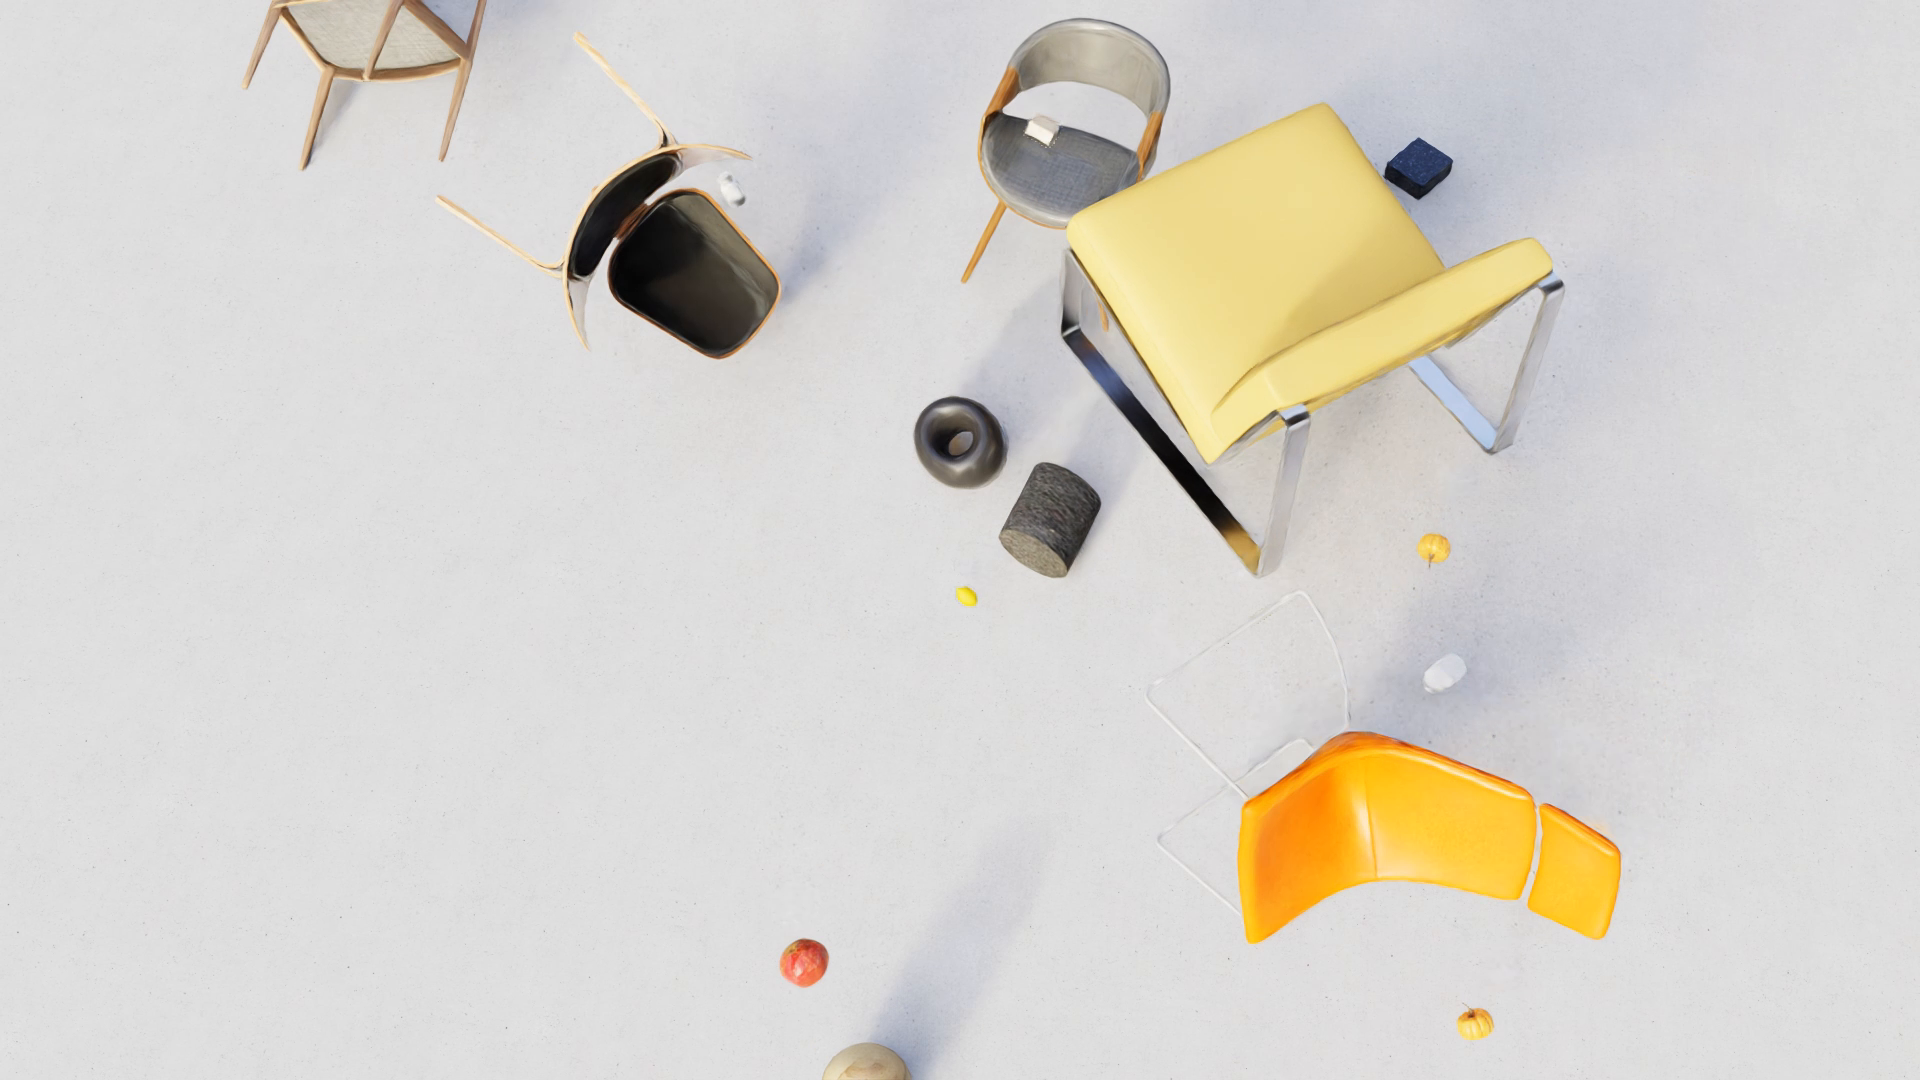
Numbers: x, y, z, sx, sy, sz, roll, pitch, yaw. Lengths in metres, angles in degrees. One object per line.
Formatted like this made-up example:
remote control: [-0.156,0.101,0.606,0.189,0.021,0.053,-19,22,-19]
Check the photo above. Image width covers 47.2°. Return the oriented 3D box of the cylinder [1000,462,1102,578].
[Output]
cylinder: [0.268,-0.058,6.504,0.235,0.161,0.265,36,59,-12]

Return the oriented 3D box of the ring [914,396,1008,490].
ring: [0.002,-0.292,6.636,0.265,0.169,0.311,-46,62,1]

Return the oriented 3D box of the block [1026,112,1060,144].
block: [0.261,-1.292,6.898,0.083,0.046,0.063,30,48,3]

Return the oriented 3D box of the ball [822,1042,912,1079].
ball: [-0.234,1.378,5.508,0.234,0.234,0.234,0,56,0]

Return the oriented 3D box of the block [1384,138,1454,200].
block: [1.536,-1.245,7.368,0.150,0.068,0.169,39,65,23]
